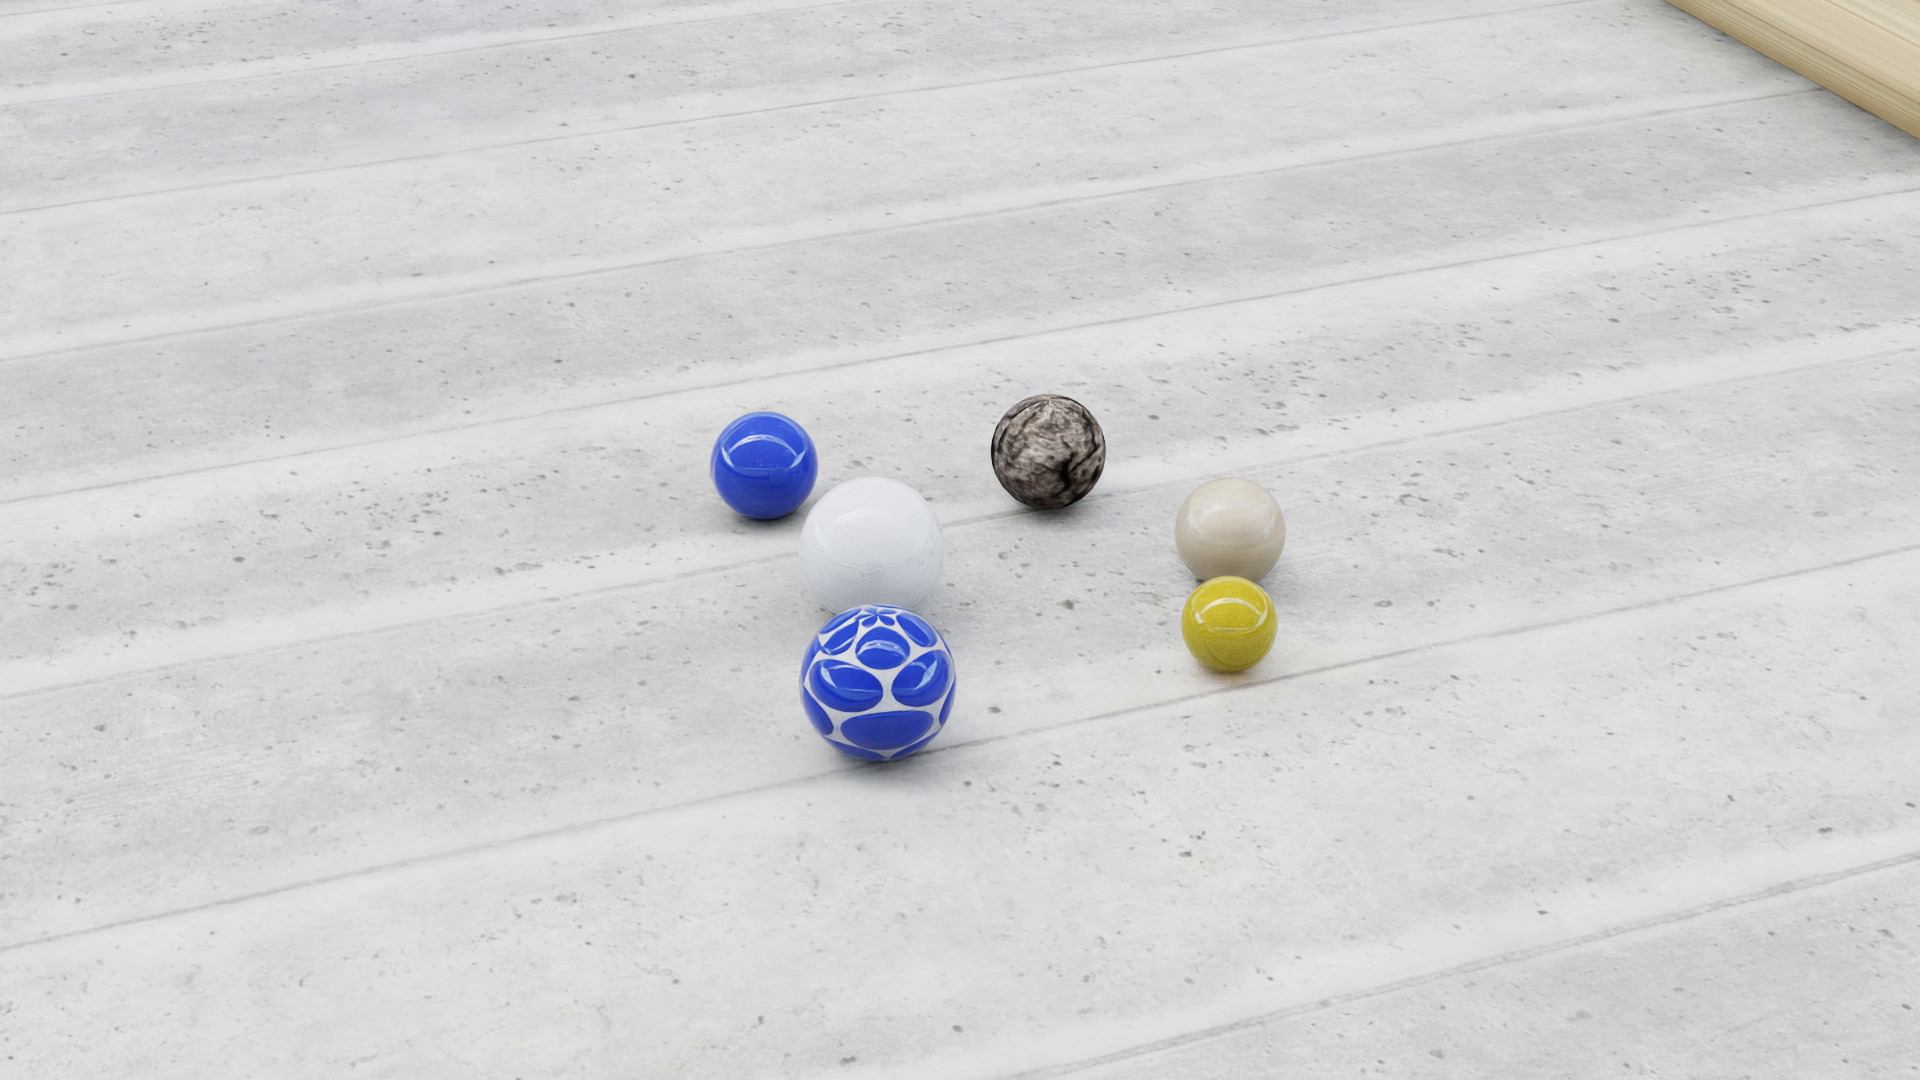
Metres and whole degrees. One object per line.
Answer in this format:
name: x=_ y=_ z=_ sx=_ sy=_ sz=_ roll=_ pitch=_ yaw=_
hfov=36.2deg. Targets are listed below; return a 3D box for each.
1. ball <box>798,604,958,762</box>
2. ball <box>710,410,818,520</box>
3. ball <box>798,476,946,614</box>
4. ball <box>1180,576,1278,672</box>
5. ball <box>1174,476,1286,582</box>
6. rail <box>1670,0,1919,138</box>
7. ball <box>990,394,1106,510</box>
ball: x=-0.046 y=0.079 z=1.635 sx=0.088 sy=0.088 sz=0.088 roll=0 pitch=29 yaw=0
ball: x=-0.125 y=-0.048 z=1.884 sx=0.070 sy=0.070 sz=0.070 roll=0 pitch=29 yaw=0
ball: x=-0.053 y=0.006 z=1.767 sx=0.089 sy=0.089 sz=0.089 roll=0 pitch=29 yaw=0
ball: x=0.158 y=0.049 z=1.722 sx=0.057 sy=0.057 sz=0.057 roll=0 pitch=29 yaw=0
ball: x=0.166 y=-0.005 z=1.807 sx=0.068 sy=0.068 sz=0.068 roll=0 pitch=29 yaw=0
rail: x=0.583 y=-0.646 z=2.916 sx=0.045 sy=0.115 sz=4.001 roll=-11 pitch=31 yaw=-18
ball: x=0.057 y=-0.057 z=1.895 sx=0.075 sy=0.075 sz=0.075 roll=0 pitch=29 yaw=0
